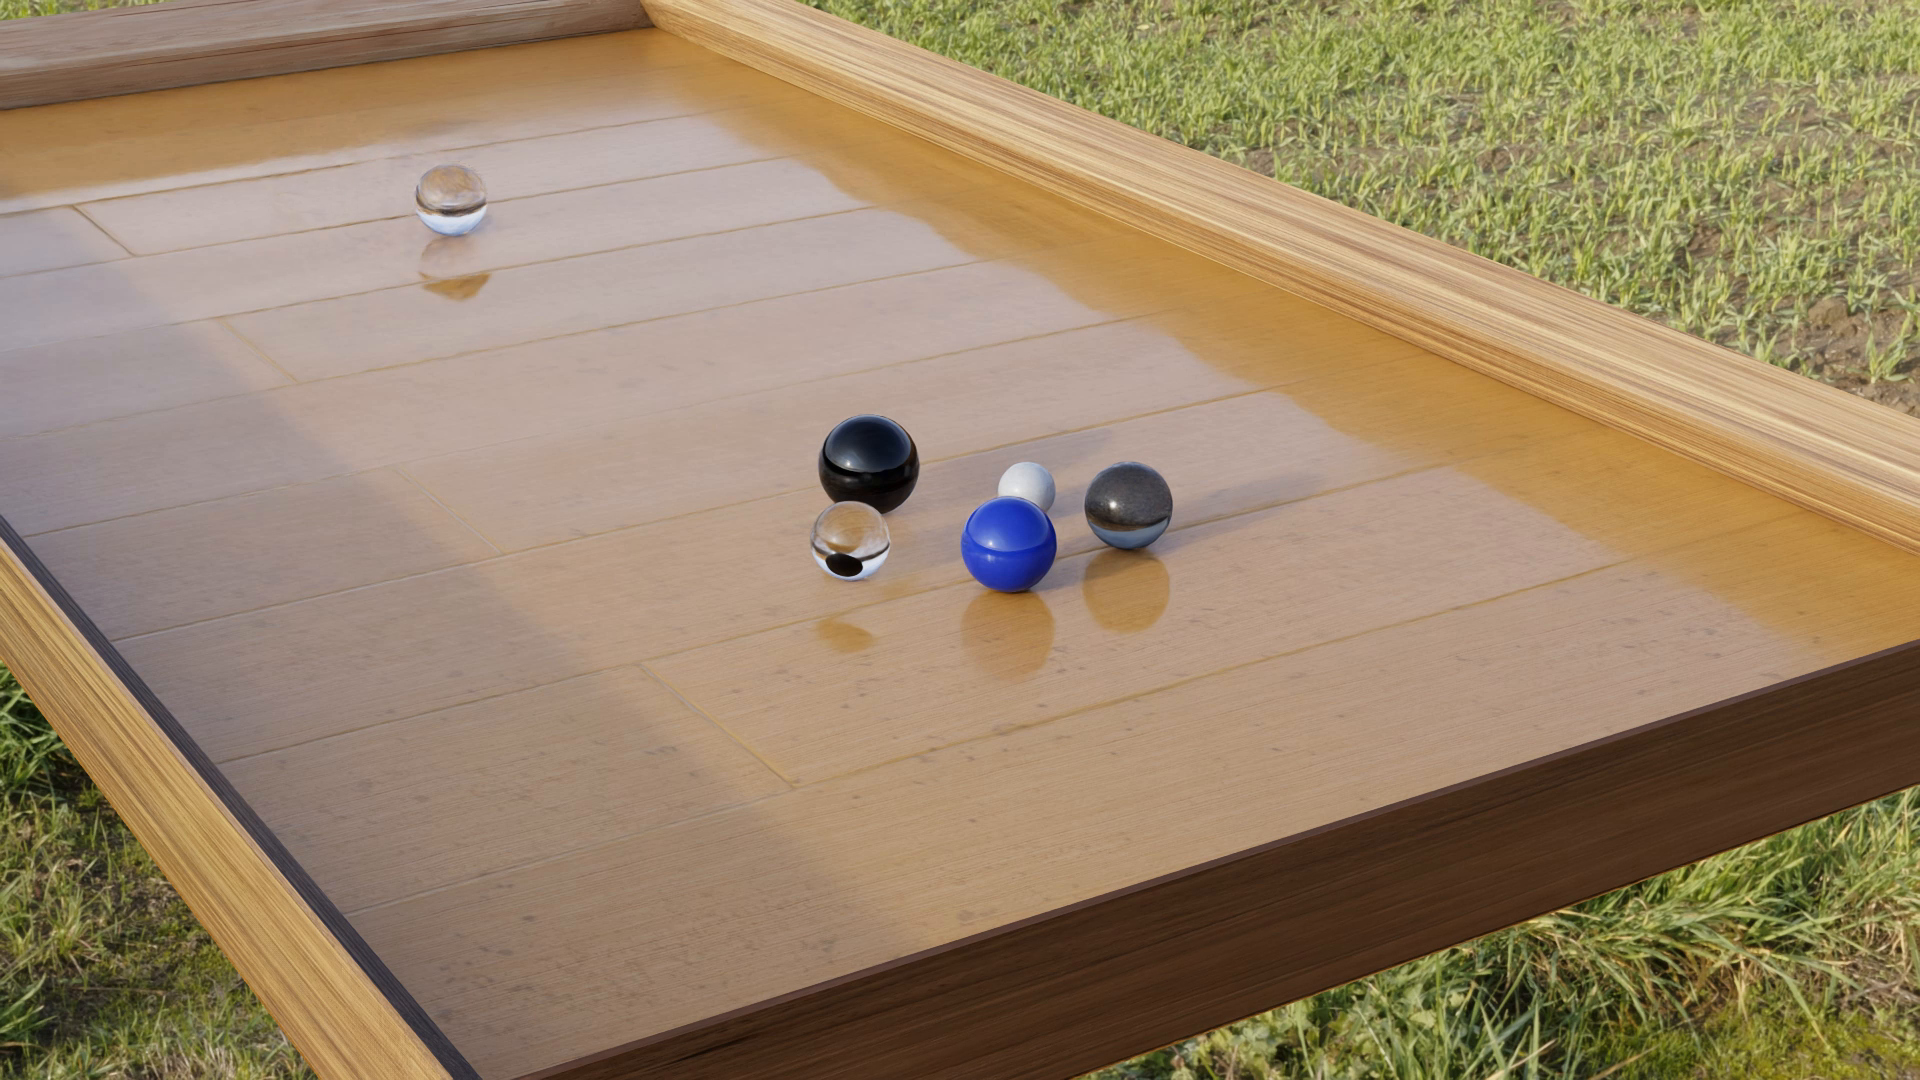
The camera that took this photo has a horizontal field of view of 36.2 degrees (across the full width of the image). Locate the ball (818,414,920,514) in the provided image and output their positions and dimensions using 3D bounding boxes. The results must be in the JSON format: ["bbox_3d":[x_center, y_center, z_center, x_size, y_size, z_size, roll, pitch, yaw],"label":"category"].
[{"bbox_3d":[-0.078,-0.064,2.520,0.088,0.088,0.088,0,22,0],"label":"ball"}]

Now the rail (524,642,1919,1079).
[{"bbox_3d":[0.337,0.187,1.874,1.415,0.114,0.045,-13,26,-29],"label":"rail"}]

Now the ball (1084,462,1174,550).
[{"bbox_3d":[0.141,-0.029,2.452,0.074,0.074,0.074,0,22,0],"label":"ball"}]

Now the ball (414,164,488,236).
[{"bbox_3d":[-0.571,-0.382,3.302,0.081,0.081,0.081,0,22,0],"label":"ball"}]

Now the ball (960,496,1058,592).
[{"bbox_3d":[0.039,0.003,2.369,0.078,0.078,0.078,0,22,0],"label":"ball"}]

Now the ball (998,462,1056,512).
[{"bbox_3d":[0.057,-0.042,2.517,0.050,0.050,0.050,0,22,0],"label":"ball"}]

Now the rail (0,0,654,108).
[{"bbox_3d":[-1.037,-0.658,3.927,1.415,0.114,0.045,-13,26,-29],"label":"rail"}]

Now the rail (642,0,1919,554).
[{"bbox_3d":[0.232,-0.373,3.233,0.045,0.114,2.658,-13,26,-29],"label":"rail"}]

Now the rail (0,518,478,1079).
[{"bbox_3d":[-0.931,-0.099,2.568,0.045,0.114,2.658,-13,26,-29],"label":"rail"}]

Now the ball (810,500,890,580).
[{"bbox_3d":[-0.089,0.000,2.393,0.066,0.066,0.066,0,22,0],"label":"ball"}]
